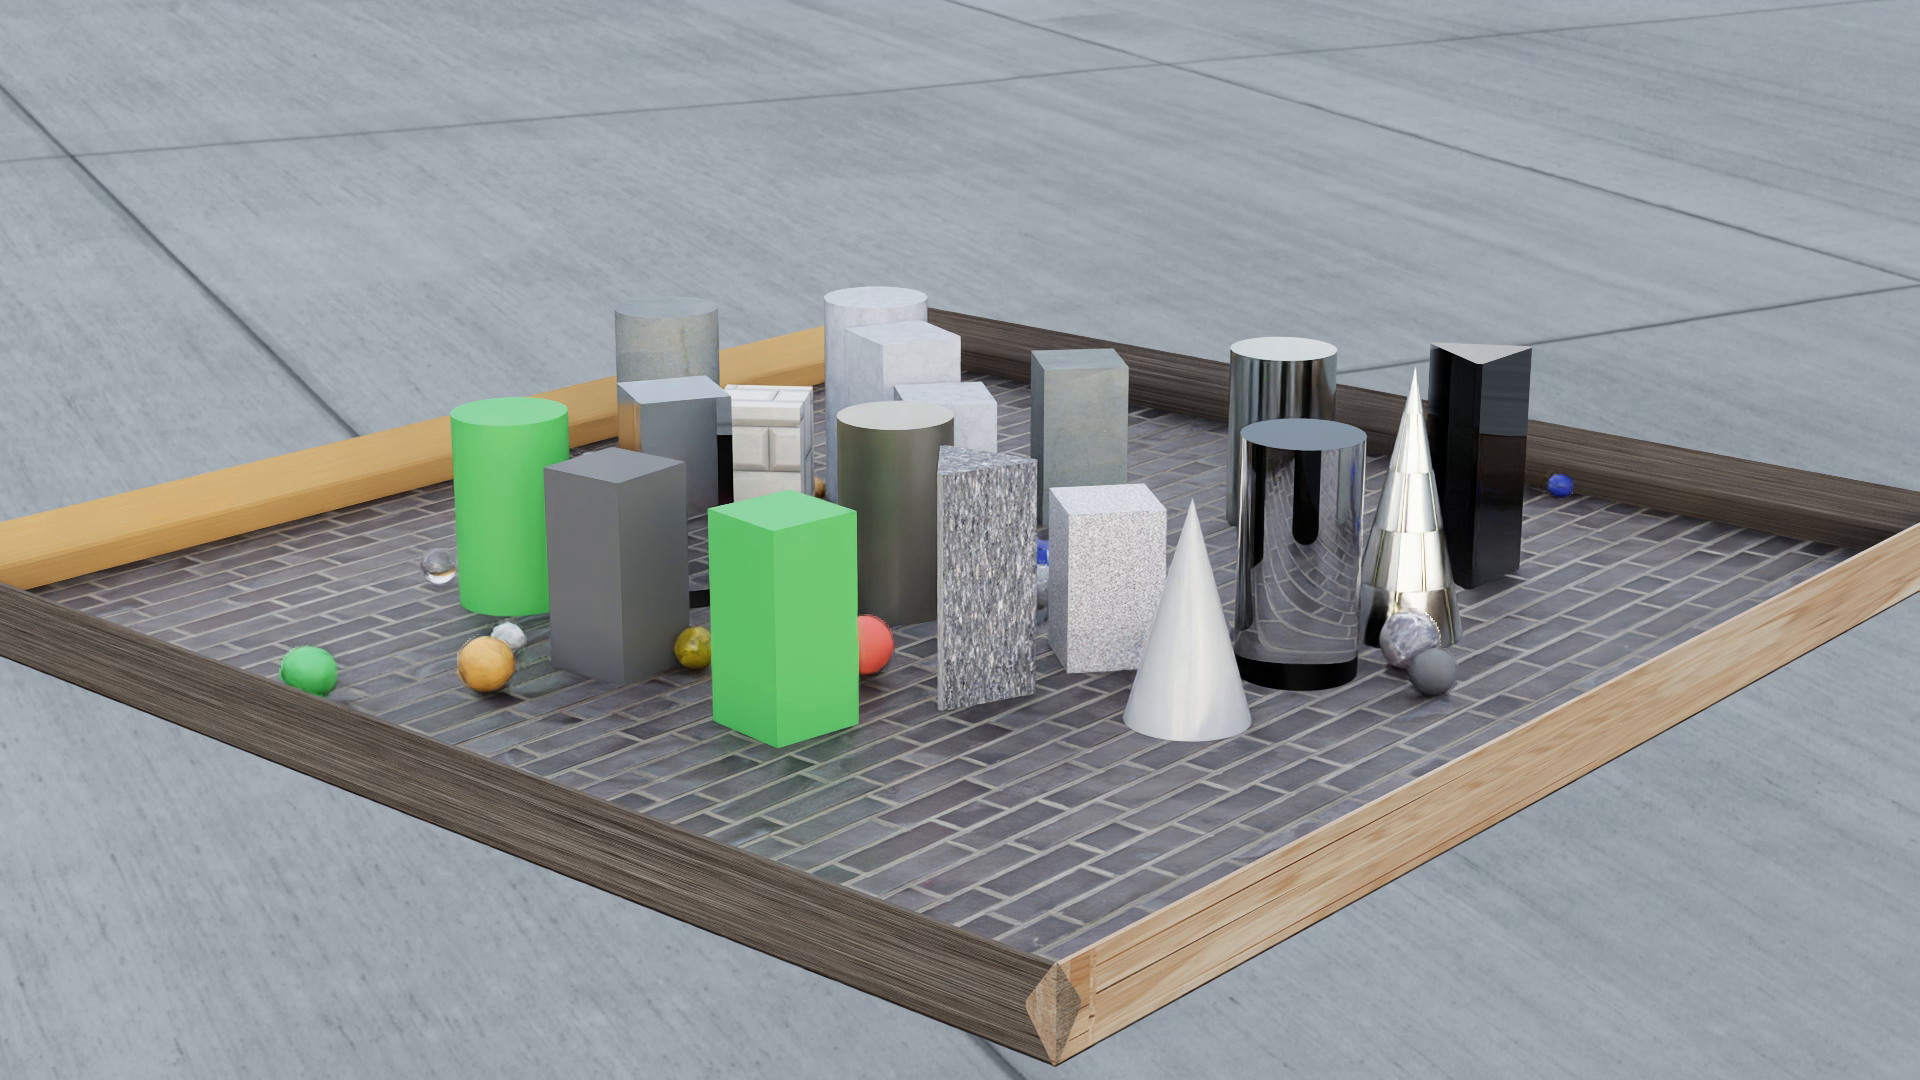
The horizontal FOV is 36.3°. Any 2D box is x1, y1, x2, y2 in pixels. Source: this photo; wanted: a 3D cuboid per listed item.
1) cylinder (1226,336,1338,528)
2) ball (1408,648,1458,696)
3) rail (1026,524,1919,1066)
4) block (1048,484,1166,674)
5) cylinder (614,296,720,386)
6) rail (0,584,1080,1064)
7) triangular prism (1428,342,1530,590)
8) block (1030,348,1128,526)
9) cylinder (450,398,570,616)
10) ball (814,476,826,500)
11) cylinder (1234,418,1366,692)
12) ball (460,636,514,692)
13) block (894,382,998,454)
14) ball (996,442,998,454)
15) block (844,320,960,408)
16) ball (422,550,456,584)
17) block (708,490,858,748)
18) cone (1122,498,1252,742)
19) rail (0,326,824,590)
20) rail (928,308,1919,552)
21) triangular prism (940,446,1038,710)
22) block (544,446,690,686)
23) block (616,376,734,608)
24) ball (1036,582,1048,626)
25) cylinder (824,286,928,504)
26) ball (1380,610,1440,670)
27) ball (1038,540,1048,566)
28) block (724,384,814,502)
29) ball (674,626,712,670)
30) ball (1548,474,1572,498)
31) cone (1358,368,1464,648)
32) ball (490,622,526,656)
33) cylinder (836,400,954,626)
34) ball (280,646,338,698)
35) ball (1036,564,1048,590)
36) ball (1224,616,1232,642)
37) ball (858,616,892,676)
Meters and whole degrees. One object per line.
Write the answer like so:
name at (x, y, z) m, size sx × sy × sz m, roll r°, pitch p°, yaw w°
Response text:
cylinder at (0.606, -0.199, 5.539) m, size 0.200 × 0.333 × 0.200 m, roll 0°, pitch 17°, yaw 0°
ball at (0.747, 0.209, 4.632) m, size 0.076 × 0.076 × 0.076 m, roll 0°, pitch 17°, yaw 0°
rail at (0.936, 0.267, 4.342) m, size 0.045 × 0.130 × 2.570 m, roll 14°, pitch 22°, yaw 39°
block at (0.239, 0.061, 4.790) m, size 0.160 × 0.267 × 0.160 m, roll -3°, pitch 17°, yaw -9°
cylinder at (-0.568, -0.273, 5.721) m, size 0.200 × 0.370 × 0.200 m, roll 0°, pitch 17°, yaw 0°
rail at (-0.827, 0.307, 4.208) m, size 2.527 × 0.130 × 0.045 m, roll 14°, pitch 22°, yaw 39°
triangular prism at (0.894, -0.141, 5.216) m, size 0.150 × 0.408 × 0.173 m, roll 14°, pitch 22°, yaw 38°
block at (0.226, -0.198, 5.590) m, size 0.160 × 0.302 × 0.160 m, roll -2°, pitch 17°, yaw -7°
cylinder at (-0.772, -0.059, 5.069) m, size 0.200 × 0.337 × 0.200 m, roll 0°, pitch 17°, yaw 0°
ball at (-0.285, -0.097, 5.691) m, size 0.051 × 0.051 × 0.051 m, roll 0°, pitch 17°, yaw 0°
cylinder at (0.543, 0.022, 4.697) m, size 0.200 × 0.396 × 0.200 m, roll 0°, pitch 17°, yaw 0°
ball at (-0.750, 0.197, 4.648) m, size 0.087 × 0.087 × 0.087 m, roll 0°, pitch 17°, yaw 0°
block at (-0.027, -0.105, 5.244) m, size 0.160 × 0.323 × 0.160 m, roll -3°, pitch 17°, yaw -9°
ball at (0.042, -0.188, 5.957) m, size 0.072 × 0.072 × 0.072 m, roll 0°, pitch 17°, yaw 0°
block at (-0.107, -0.201, 5.462) m, size 0.160 × 0.381 × 0.160 m, roll -9°, pitch 19°, yaw -27°
ball at (-0.923, 0.047, 5.193) m, size 0.062 × 0.062 × 0.062 m, roll 0°, pitch 17°, yaw 0°
block at (-0.268, 0.118, 4.473) m, size 0.160 × 0.341 × 0.160 m, roll -14°, pitch 22°, yaw -40°
cone at (0.352, 0.106, 4.486) m, size 0.200 × 0.357 × 0.200 m, roll 0°, pitch 17°, yaw 0°
rail at (-0.936, -0.202, 5.898) m, size 0.045 × 0.130 × 2.570 m, roll 14°, pitch 22°, yaw 39°
rail at (0.827, -0.242, 6.032) m, size 2.527 × 0.130 × 0.045 m, roll 14°, pitch 22°, yaw 39°
triangular prism at (0.009, 0.052, 4.621) m, size 0.173 × 0.381 × 0.150 m, roll -9°, pitch 19°, yaw -27°
block at (-0.552, 0.041, 4.738) m, size 0.160 × 0.337 × 0.160 m, roll 12°, pitch 21°, yaw 35°
block at (-0.491, -0.081, 5.081) m, size 0.160 × 0.371 × 0.160 m, roll -6°, pitch 18°, yaw -20°
ball at (0.112, 0.108, 4.952) m, size 0.084 × 0.084 × 0.084 m, roll 0°, pitch 17°, yaw 0°
cylinder at (-0.162, -0.278, 5.695) m, size 0.200 × 0.395 × 0.200 m, roll 0°, pitch 17°, yaw 0°
ball at (0.728, 0.162, 4.751) m, size 0.096 × 0.096 × 0.096 m, roll 0°, pitch 17°, yaw 0°
ball at (0.137, 0.045, 5.144) m, size 0.093 × 0.093 × 0.093 m, roll 0°, pitch 17°, yaw 0°
block at (-0.359, -0.126, 5.380) m, size 0.160 × 0.285 × 0.160 m, roll 2°, pitch 17°, yaw 5°
ball at (-0.428, 0.175, 4.751) m, size 0.071 × 0.071 × 0.071 m, roll 0°, pitch 17°, yaw 0°
ball at (1.172, -0.106, 5.727) m, size 0.047 × 0.047 × 0.047 m, roll 0°, pitch 17°, yaw 0°
cone at (0.747, -0.065, 4.875) m, size 0.200 × 0.459 × 0.200 m, roll 0°, pitch 17°, yaw 0°
ball at (-0.743, 0.164, 4.811) m, size 0.057 × 0.057 × 0.057 m, roll 0°, pitch 17°, yaw 0°
cylinder at (-0.110, -0.048, 5.022) m, size 0.200 × 0.342 × 0.200 m, roll 0°, pitch 17°, yaw 0°
ball at (-1.022, 0.210, 4.608) m, size 0.089 × 0.089 × 0.089 m, roll 0°, pitch 17°, yaw 0°
ball at (0.142, 0.079, 5.067) m, size 0.073 × 0.073 × 0.073 m, roll 0°, pitch 17°, yaw 0°
ball at (0.405, 0.154, 4.799) m, size 0.083 × 0.083 × 0.083 m, roll 0°, pitch 17°, yaw 0°
ball at (-0.156, 0.170, 4.725) m, size 0.096 × 0.096 × 0.096 m, roll 0°, pitch 17°, yaw 0°
